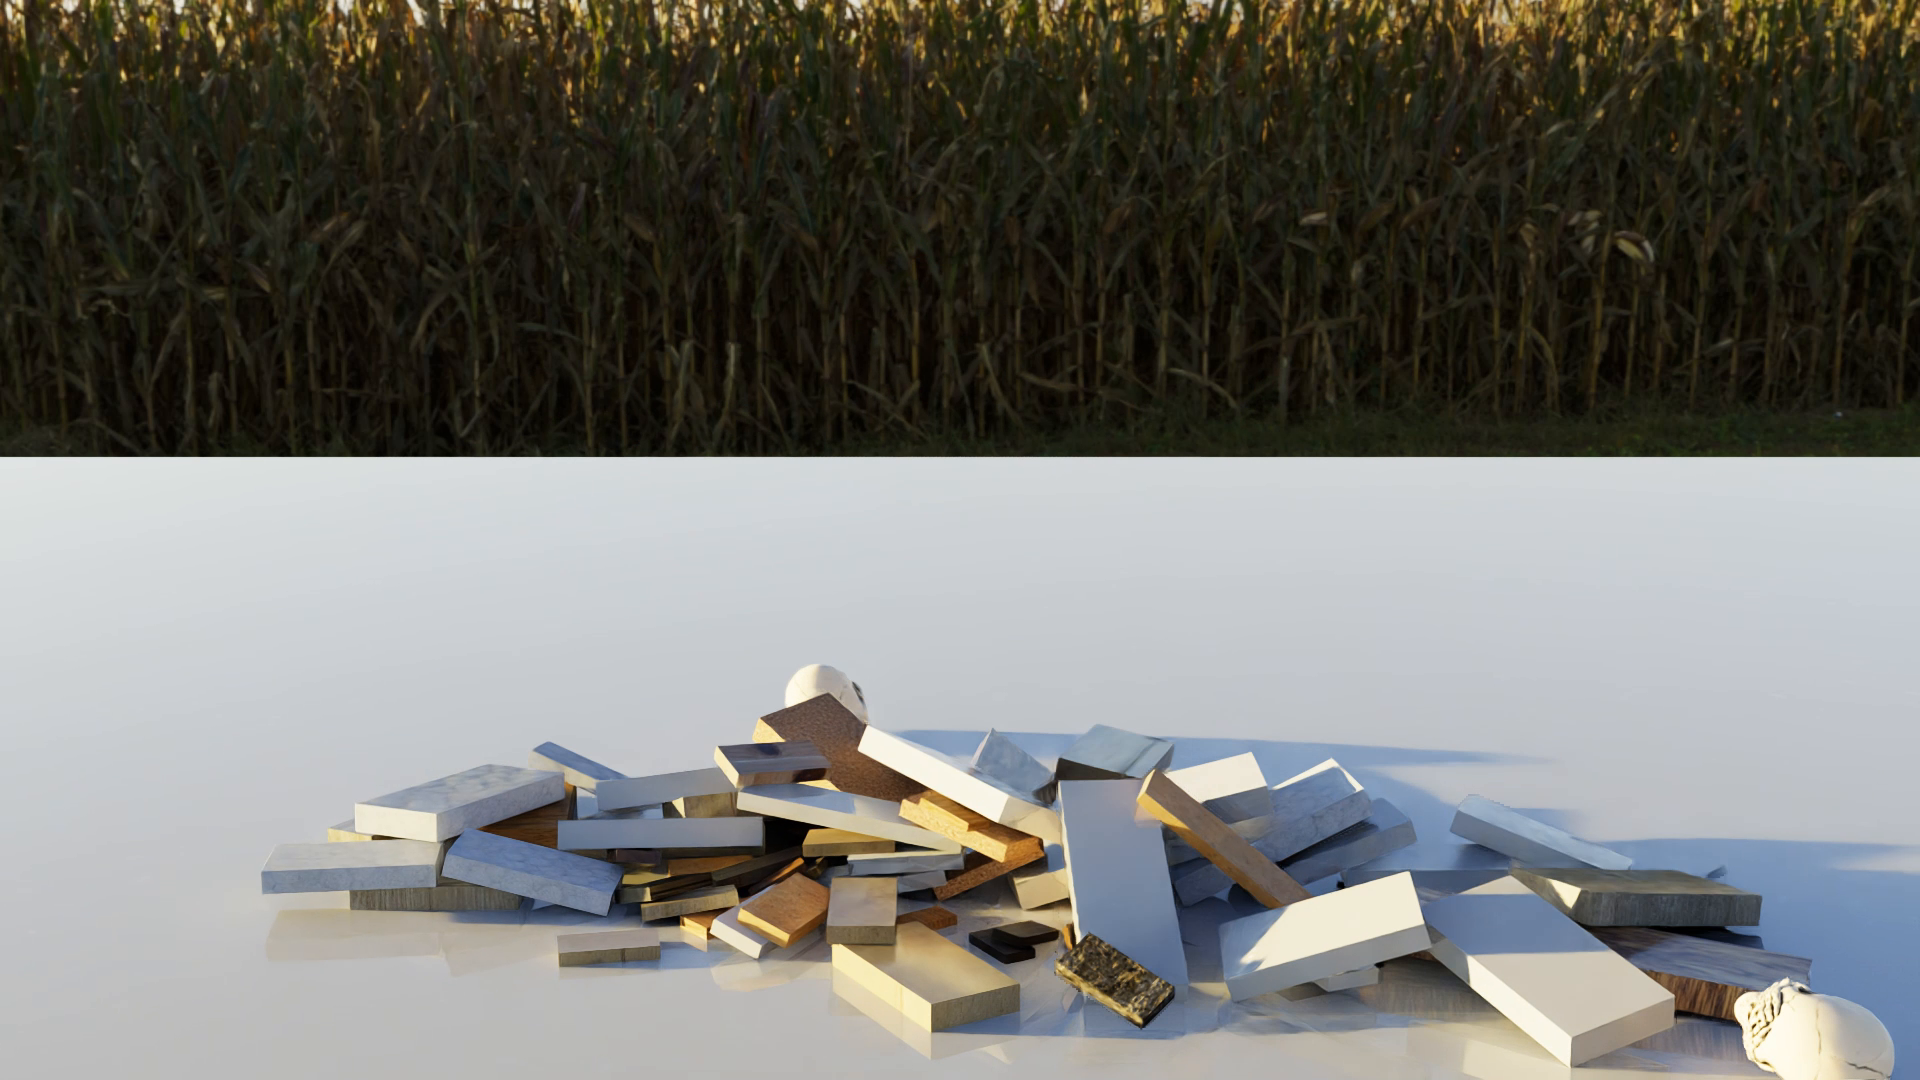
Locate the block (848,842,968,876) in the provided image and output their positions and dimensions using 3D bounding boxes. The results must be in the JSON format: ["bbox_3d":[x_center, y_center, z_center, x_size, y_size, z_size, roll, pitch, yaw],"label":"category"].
[{"bbox_3d":[-0.086,0.522,3.645,0.190,0.027,0.095,-4,11,4],"label":"block"}]

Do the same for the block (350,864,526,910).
[{"bbox_3d":[-0.859,0.573,3.656,0.275,0.039,0.137,0,11,0],"label":"block"}]

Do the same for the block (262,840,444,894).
[{"bbox_3d":[-1.000,0.537,3.632,0.275,0.039,0.137,-1,11,-7],"label":"block"}]

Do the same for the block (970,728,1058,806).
[{"bbox_3d":[0.092,0.455,4.031,0.165,0.047,0.329,36,13,0],"label":"block"}]

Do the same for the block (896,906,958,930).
[{"bbox_3d":[-0.064,0.611,3.515,0.109,0.015,0.054,-8,13,-36],"label":"block"}]

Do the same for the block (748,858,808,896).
[{"bbox_3d":[-0.301,0.561,3.637,0.103,0.015,0.051,-31,7,-9],"label":"block"}]

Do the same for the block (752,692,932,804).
[{"bbox_3d":[-0.184,0.415,3.892,0.353,0.050,0.176,39,35,27],"label":"block"}]

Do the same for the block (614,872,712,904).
[{"bbox_3d":[-0.486,0.571,3.611,0.077,0.022,0.154,-11,-4,33],"label":"block"}]

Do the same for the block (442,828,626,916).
[{"bbox_3d":[-0.699,0.545,3.620,0.274,0.039,0.137,14,10,-2],"label":"block"}]

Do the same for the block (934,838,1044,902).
[{"bbox_3d":[0.048,0.537,3.665,0.190,0.027,0.095,-24,9,6],"label":"block"}]

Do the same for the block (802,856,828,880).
[{"bbox_3d":[-0.271,0.560,3.648,0.103,0.015,0.051,-28,6,18],"label":"block"}]

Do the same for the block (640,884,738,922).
[{"bbox_3d":[-0.438,0.586,3.553,0.154,0.022,0.077,-8,2,-10],"label":"block"}]

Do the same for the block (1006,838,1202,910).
[{"bbox_3d":[0.251,0.518,3.683,0.349,0.049,0.175,-16,12,-5],"label":"block"}]

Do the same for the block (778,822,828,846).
[{"bbox_3d":[-0.242,0.513,3.909,0.149,0.021,0.075,-10,14,-40],"label":"block"}]

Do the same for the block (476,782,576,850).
[{"bbox_3d":[-0.798,0.499,4.026,0.171,0.048,0.342,-1,11,-7],"label":"block"}]

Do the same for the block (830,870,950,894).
[{"bbox_3d":[-0.115,0.560,3.656,0.190,0.027,0.095,-10,10,5],"label":"block"}]

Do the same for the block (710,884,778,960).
[{"bbox_3d":[-0.306,0.600,3.467,0.090,0.026,0.181,25,20,21],"label":"block"}]

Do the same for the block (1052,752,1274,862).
[{"bbox_3d":[0.335,0.446,3.668,0.349,0.049,0.175,-14,12,2],"label":"block"}]

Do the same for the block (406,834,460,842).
[{"bbox_3d":[-0.998,0.530,3.916,0.101,0.029,0.203,8,13,36],"label":"block"}]

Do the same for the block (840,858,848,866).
[{"bbox_3d":[-0.123,0.553,3.806,0.153,0.022,0.076,-3,11,-18],"label":"block"}]

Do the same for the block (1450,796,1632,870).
[{"bbox_3d":[0.981,0.516,3.710,0.285,0.040,0.143,22,12,21],"label":"block"}]

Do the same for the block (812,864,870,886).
[{"bbox_3d":[-0.202,0.557,3.651,0.103,0.015,0.051,-10,10,5],"label":"block"}]

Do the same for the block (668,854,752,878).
[{"bbox_3d":[-0.424,0.563,3.755,0.146,0.021,0.073,-2,11,-12],"label":"block"}]

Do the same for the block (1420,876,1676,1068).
[{"bbox_3d":[0.831,0.612,3.158,0.179,0.051,0.358,-15,26,-21],"label":"block"}]

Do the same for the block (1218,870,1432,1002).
[{"bbox_3d":[0.535,0.585,3.247,0.298,0.042,0.149,-18,20,9],"label":"block"}]

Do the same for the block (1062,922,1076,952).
[{"bbox_3d":[0.240,0.615,3.341,0.155,0.077,0.022,-4,-32,-18],"label":"block"}]

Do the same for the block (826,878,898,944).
[{"bbox_3d":[-0.151,0.576,3.423,0.104,0.029,0.208,0,11,-1],"label":"block"}]

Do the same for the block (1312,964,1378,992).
[{"bbox_3d":[0.540,0.625,3.282,0.085,0.024,0.171,-4,13,-23],"label":"block"}]

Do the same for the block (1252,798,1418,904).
[{"bbox_3d":[0.607,0.518,3.689,0.285,0.040,0.143,-20,11,-5],"label":"block"}]

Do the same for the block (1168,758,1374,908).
[{"bbox_3d":[0.503,0.489,3.685,0.349,0.049,0.175,-26,13,-2],"label":"block"}]

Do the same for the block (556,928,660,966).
[{"bbox_3d":[-0.543,0.629,3.398,0.154,0.022,0.077,-2,11,-12],"label":"block"}]
